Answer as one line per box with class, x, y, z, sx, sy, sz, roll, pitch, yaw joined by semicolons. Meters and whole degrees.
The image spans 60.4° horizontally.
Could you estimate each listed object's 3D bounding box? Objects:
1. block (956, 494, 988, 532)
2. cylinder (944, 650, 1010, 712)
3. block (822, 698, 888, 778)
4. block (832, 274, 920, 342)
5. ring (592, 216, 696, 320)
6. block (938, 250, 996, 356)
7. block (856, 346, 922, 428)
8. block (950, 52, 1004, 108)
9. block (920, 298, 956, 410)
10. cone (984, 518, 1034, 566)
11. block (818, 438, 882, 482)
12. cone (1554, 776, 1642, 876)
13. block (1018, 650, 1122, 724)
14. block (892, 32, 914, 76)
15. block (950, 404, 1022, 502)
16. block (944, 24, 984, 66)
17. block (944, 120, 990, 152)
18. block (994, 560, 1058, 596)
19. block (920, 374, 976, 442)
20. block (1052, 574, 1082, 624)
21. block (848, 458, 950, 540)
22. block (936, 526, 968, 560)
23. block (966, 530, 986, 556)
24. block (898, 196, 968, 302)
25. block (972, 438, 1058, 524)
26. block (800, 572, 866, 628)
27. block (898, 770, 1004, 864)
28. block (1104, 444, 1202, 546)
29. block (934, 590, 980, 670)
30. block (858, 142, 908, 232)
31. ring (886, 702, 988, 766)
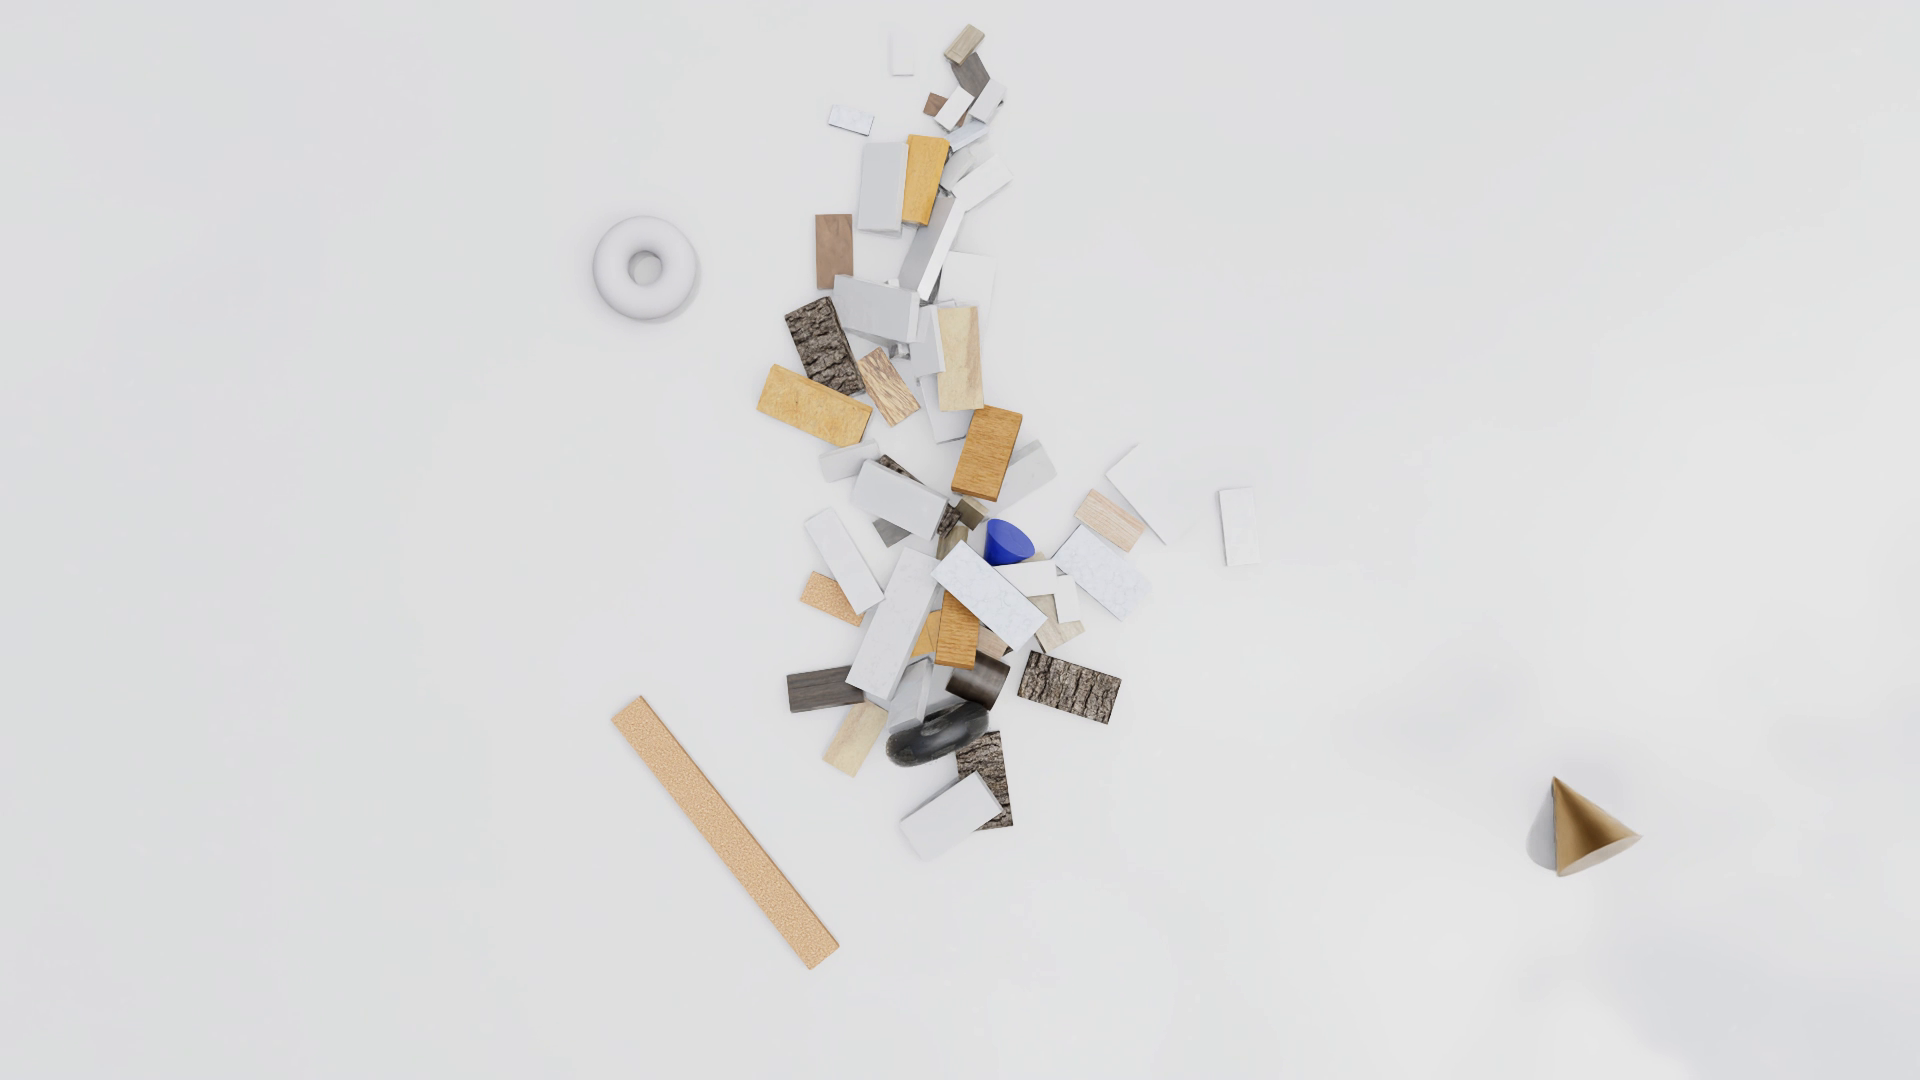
block;0.032;-0.092;5.406;0.095;0.189;0.027;38;72;0
cylinder;0.058;0.454;5.418;0.164;0.164;0.164;25;90;0
block;-0.343;0.652;5.483;0.123;0.035;0.246;30;90;0
block;-0.277;-0.755;5.369;0.324;0.046;0.162;18;111;33
ring;-1.042;-0.898;5.444;0.343;0.114;0.343;0;91;1
block;0.011;-0.773;5.438;0.171;0.048;0.341;9;103;0
block;-0.248;-0.508;5.483;0.122;0.035;0.244;-34;90;0
block;0.057;-1.513;5.486;0.096;0.027;0.193;-28;90;0
block;-0.062;-0.606;5.429;0.171;0.048;0.341;-13;103;5
cone;0.120;0.061;5.458;0.187;0.187;0.187;35;117;0
block;-0.360;-0.263;5.458;0.196;0.028;0.098;-16;129;0
cone;2.031;0.907;5.434;0.296;0.296;0.296;-23;63;0
block;0.363;0.490;5.478;0.313;0.044;0.157;18;90;0
block;-0.189;-1.617;5.490;0.069;0.020;0.139;0;90;0
block;0.088;-0.283;5.325;0.152;0.043;0.303;15;72;8
block;0.014;-1.644;5.474;0.067;0.019;0.135;37;83;15
block;0.020;-1.341;5.456;0.145;0.021;0.072;-32;46;-9
block;0.206;0.130;5.388;0.220;0.031;0.110;-7;92;3
block;-0.040;-0.486;5.412;0.152;0.043;0.303;-13;103;5
block;0.347;0.194;5.423;0.076;0.022;0.152;-9;84;-11
block;-0.200;-0.132;5.421;0.303;0.043;0.152;26;109;10
block;-0.031;0.045;5.454;0.094;0.027;0.189;6;84;33
block;0.021;0.064;5.487;0.095;0.027;0.189;13;90;0
block;-0.100;-0.958;5.415;0.048;0.171;0.341;23;90;-31
block;0.161;-0.192;5.431;0.303;0.152;0.043;-33;45;0
block;-0.413;0.197;5.485;0.215;0.030;0.108;24;90;0
block;-0.030;0.914;5.442;0.313;0.044;0.157;-36;85;11
block;0.642;-0.151;5.478;0.157;0.044;0.314;-41;90;0
block;-0.004;0.293;5.374;0.126;0.036;0.252;9;61;-3
block;-0.254;-1.166;5.448;0.142;0.040;0.284;6;90;28
ring;-0.072;0.628;5.327;0.357;0.357;0.119;-23;90;0
